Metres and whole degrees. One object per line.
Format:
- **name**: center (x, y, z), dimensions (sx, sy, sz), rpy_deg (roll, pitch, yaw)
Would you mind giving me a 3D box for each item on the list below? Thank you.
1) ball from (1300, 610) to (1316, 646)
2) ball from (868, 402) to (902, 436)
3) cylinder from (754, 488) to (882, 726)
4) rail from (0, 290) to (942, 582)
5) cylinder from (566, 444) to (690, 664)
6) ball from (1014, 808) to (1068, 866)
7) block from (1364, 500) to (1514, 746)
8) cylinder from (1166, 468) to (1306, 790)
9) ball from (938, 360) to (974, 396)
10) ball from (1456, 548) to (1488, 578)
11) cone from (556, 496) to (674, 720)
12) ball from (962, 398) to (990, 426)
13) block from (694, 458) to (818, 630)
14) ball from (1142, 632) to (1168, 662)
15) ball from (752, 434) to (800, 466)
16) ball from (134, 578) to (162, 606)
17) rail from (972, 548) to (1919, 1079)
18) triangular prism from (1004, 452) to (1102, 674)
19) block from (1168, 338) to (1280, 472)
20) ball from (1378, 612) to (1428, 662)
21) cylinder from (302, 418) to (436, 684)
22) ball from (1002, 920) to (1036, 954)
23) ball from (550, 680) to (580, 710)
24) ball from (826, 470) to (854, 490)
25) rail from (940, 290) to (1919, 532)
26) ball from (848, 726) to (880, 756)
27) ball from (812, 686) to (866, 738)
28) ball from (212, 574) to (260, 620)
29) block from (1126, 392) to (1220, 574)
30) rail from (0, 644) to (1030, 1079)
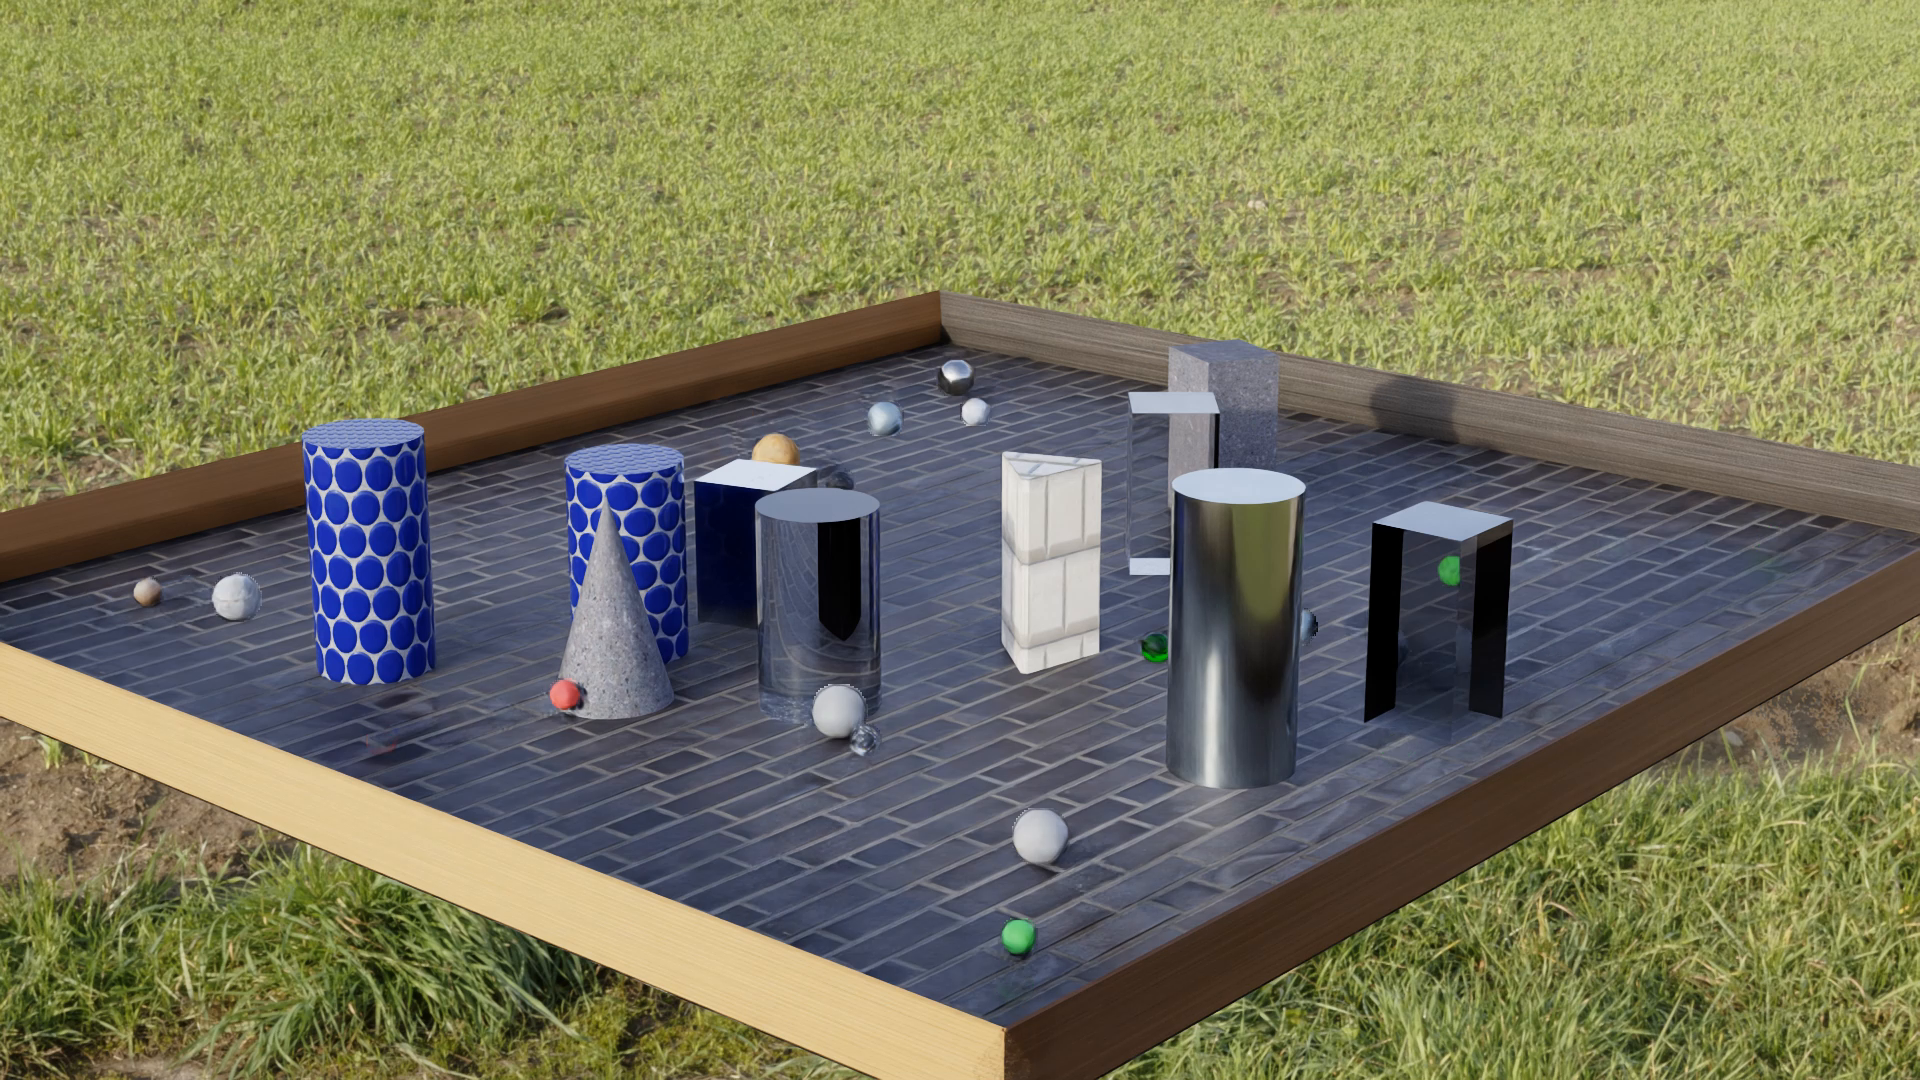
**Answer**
- **ball**: center (0.557, 0.144, 4.858), dimensions (0.062, 0.062, 0.062), rpy_deg (0, 17, 0)
- **ball**: center (-0.158, -0.254, 6.157), dimensions (0.073, 0.073, 0.073), rpy_deg (0, 17, 0)
- **cylinder**: center (-0.219, 0.101, 4.545), dimensions (0.192, 0.325, 0.192), rpy_deg (0, 17, 0)
- **rail**: center (-0.981, -0.215, 5.936), dimensions (0.045, 0.125, 2.900), rpy_deg (14, 22, 39)
- **cylinder**: center (-0.544, 0.025, 4.796), dimensions (0.192, 0.327, 0.192), rpy_deg (0, 17, 0)
- **ball**: center (0.110, 0.403, 3.978), dimensions (0.076, 0.076, 0.076), rpy_deg (0, 17, 0)
- **block**: center (0.729, 0.125, 4.473), dimensions (0.153, 0.322, 0.153), rpy_deg (13, 21, 38)
- **cylinder**: center (0.400, 0.128, 4.277), dimensions (0.192, 0.430, 0.192), rpy_deg (0, 17, 0)
- **ball**: center (-0.008, -0.360, 6.493), dimensions (0.081, 0.081, 0.081), rpy_deg (0, 17, 0)
- **ball**: center (0.910, 0.041, 5.211), dimensions (0.056, 0.056, 0.056), rpy_deg (0, 17, 0)
- **cone**: center (-0.546, 0.089, 4.570), dimensions (0.192, 0.335, 0.192), rpy_deg (0, 17, 0)
- **ball**: center (0.033, -0.273, 6.242), dimensions (0.060, 0.060, 0.060), rpy_deg (0, 17, 0)
- **block**: center (-0.345, 0.008, 4.990), dimensions (0.153, 0.247, 0.153), rpy_deg (8, 18, 24)
- **ball**: center (0.321, 0.175, 4.776), dimensions (0.051, 0.051, 0.051), rpy_deg (0, 17, 0)
- **ball**: center (-0.364, -0.163, 5.816), dimensions (0.096, 0.096, 0.096), rpy_deg (0, 17, 0)
- **ball**: center (-1.402, 0.090, 5.062), dimensions (0.047, 0.047, 0.047), rpy_deg (0, 17, 0)
- **rail**: center (0.981, 0.278, 4.305), dimensions (0.045, 0.125, 2.900), rpy_deg (14, 22, 39)
- **triangular prism**: center (0.119, 0.028, 4.785), dimensions (0.166, 0.326, 0.144), rpy_deg (-14, 22, -39)
- **block**: center (0.503, -0.215, 5.629), dimensions (0.153, 0.304, 0.153), rpy_deg (-8, 18, -24)
- **ball**: center (0.721, 0.159, 4.775), dimensions (0.082, 0.082, 0.082), rpy_deg (0, 17, 0)
- **cylinder**: center (-0.948, 0.017, 4.714), dimensions (0.192, 0.389, 0.192), rpy_deg (0, 17, 0)
- **ball**: center (0.074, 0.502, 3.705), dimensions (0.044, 0.044, 0.044), rpy_deg (0, 17, 0)
- **ball**: center (-0.610, 0.239, 4.522), dimensions (0.045, 0.045, 0.045), rpy_deg (0, 17, 0)
- **ball**: center (-0.234, -0.108, 5.703), dimensions (0.056, 0.056, 0.056), rpy_deg (0, 17, 0)
- **rail**: center (0.935, -0.280, 6.151), dimensions (2.647, 0.125, 0.045), rpy_deg (14, 22, 39)
- **ball**: center (-0.143, 0.299, 4.374), dimensions (0.046, 0.046, 0.046), rpy_deg (0, 17, 0)
- **ball**: center (-0.183, 0.261, 4.440), dimensions (0.081, 0.081, 0.081), rpy_deg (0, 17, 0)
- **ball**: center (-1.230, 0.098, 4.983), dimensions (0.079, 0.079, 0.079), rpy_deg (0, 17, 0)
- **block**: center (0.380, -0.103, 5.268), dimensions (0.153, 0.297, 0.153), rpy_deg (0, 17, 0)
- **rail**: center (-0.935, 0.342, 4.090), dimensions (2.647, 0.125, 0.045), rpy_deg (14, 22, 39)
